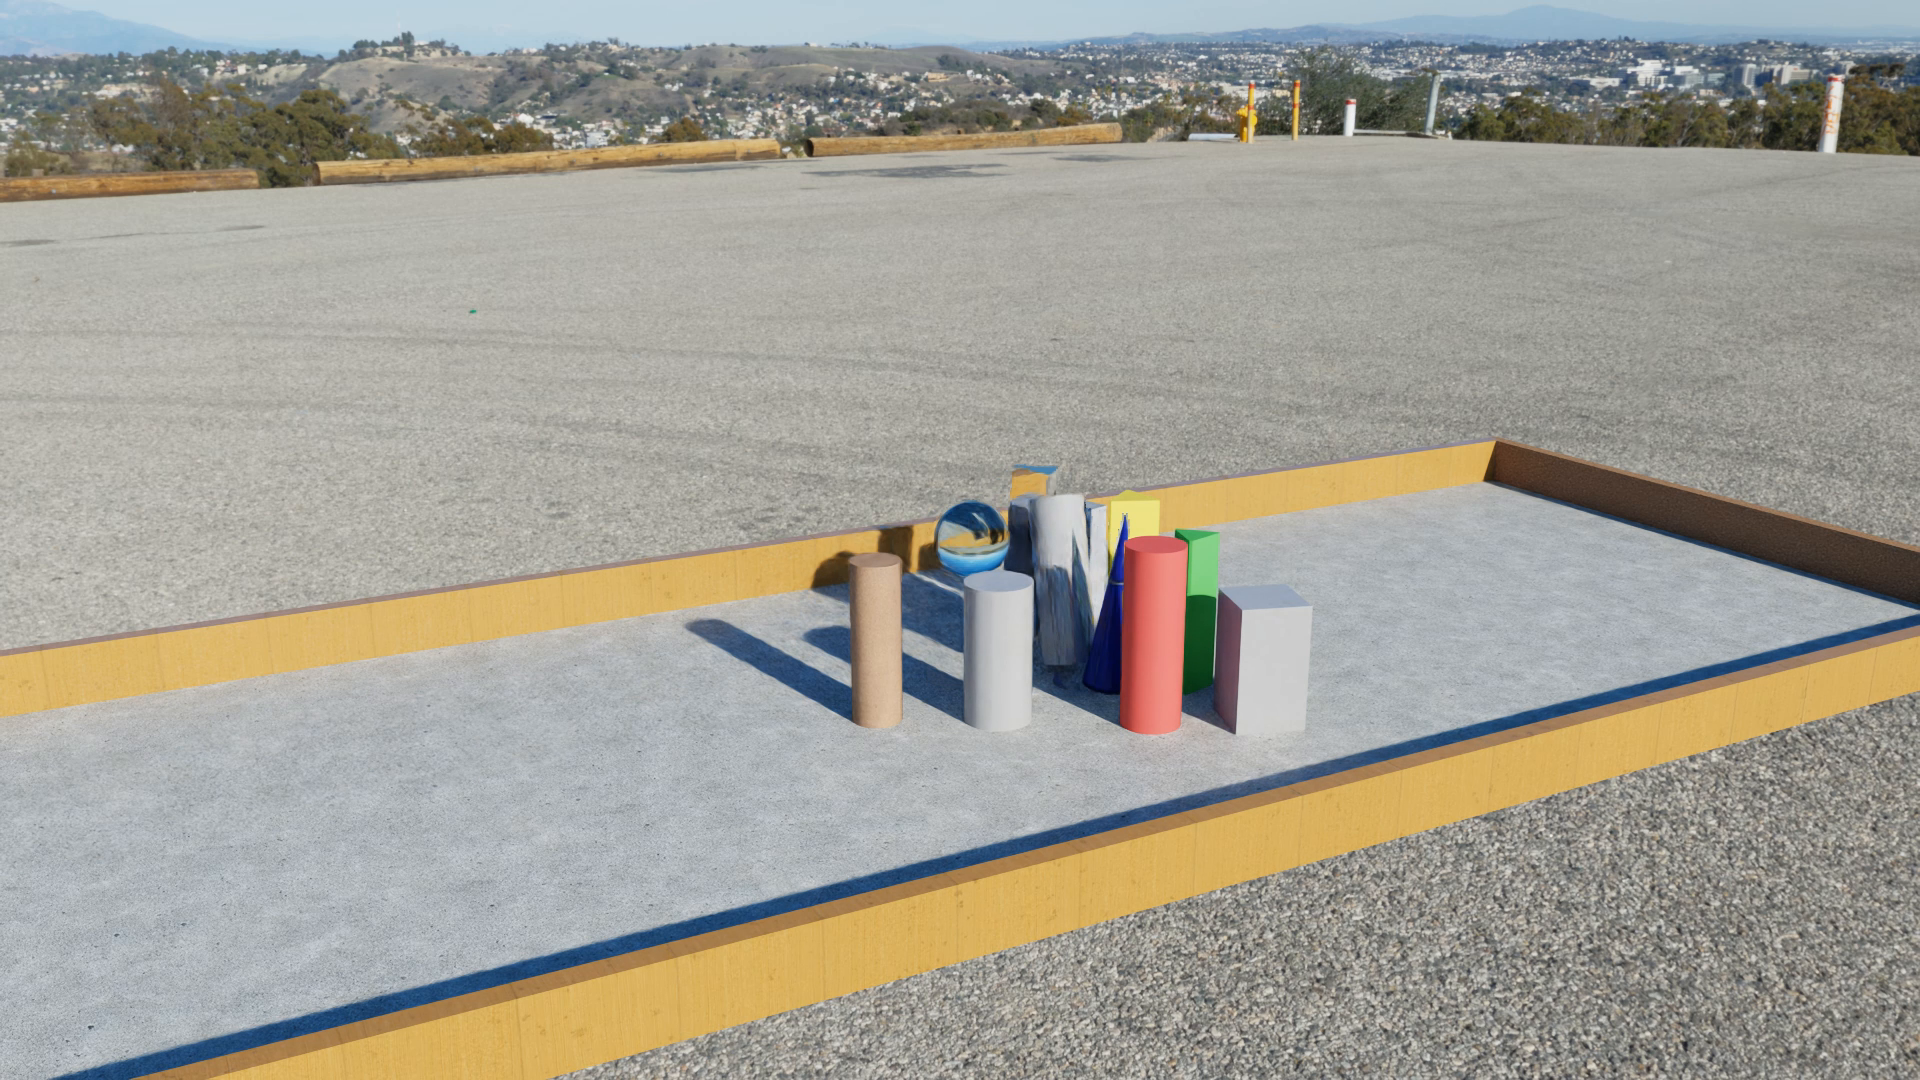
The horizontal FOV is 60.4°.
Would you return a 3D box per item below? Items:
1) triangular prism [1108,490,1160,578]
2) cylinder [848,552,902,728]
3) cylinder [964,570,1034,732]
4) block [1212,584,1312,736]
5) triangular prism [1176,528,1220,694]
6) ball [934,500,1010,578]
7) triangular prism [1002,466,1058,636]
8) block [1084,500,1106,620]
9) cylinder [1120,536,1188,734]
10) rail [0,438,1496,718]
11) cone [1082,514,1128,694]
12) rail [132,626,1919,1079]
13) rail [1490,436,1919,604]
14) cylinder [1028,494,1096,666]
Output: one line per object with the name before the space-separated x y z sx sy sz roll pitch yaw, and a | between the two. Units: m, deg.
triangular prism | 0.447 0.079 4.359 0.129 0.409 0.112 -1 16 -4
cylinder | -0.196 0.235 3.858 0.121 0.393 0.121 0 16 0
cylinder | 0.089 0.259 3.869 0.164 0.341 0.164 0 16 0
block | 0.707 0.278 3.868 0.168 0.305 0.168 -3 17 -10
triangular prism | 0.561 0.172 4.069 0.108 0.395 0.094 -15 22 -41
ball | 0.031 -0.002 4.342 0.202 0.202 0.202 0 16 0
triangular prism | 0.199 0.035 4.407 0.124 0.459 0.107 17 17 41
block | 0.295 0.059 4.580 0.153 0.323 0.153 -15 22 -42
cylinder | 0.448 0.220 3.827 0.144 0.439 0.144 0 16 0
rail | -3.305 0.497 3.399 12.000 0.150 0.050 -9 18 -27
cone | 0.388 0.143 4.049 0.138 0.455 0.138 3 17 -1
rail | -2.336 1.006 1.665 12.000 0.150 0.050 -9 18 -27
rail | 2.466 -0.048 5.253 0.050 0.150 2.100 -9 18 -27
cylinder | 0.263 0.100 4.219 0.143 0.425 0.143 -5 0 0
